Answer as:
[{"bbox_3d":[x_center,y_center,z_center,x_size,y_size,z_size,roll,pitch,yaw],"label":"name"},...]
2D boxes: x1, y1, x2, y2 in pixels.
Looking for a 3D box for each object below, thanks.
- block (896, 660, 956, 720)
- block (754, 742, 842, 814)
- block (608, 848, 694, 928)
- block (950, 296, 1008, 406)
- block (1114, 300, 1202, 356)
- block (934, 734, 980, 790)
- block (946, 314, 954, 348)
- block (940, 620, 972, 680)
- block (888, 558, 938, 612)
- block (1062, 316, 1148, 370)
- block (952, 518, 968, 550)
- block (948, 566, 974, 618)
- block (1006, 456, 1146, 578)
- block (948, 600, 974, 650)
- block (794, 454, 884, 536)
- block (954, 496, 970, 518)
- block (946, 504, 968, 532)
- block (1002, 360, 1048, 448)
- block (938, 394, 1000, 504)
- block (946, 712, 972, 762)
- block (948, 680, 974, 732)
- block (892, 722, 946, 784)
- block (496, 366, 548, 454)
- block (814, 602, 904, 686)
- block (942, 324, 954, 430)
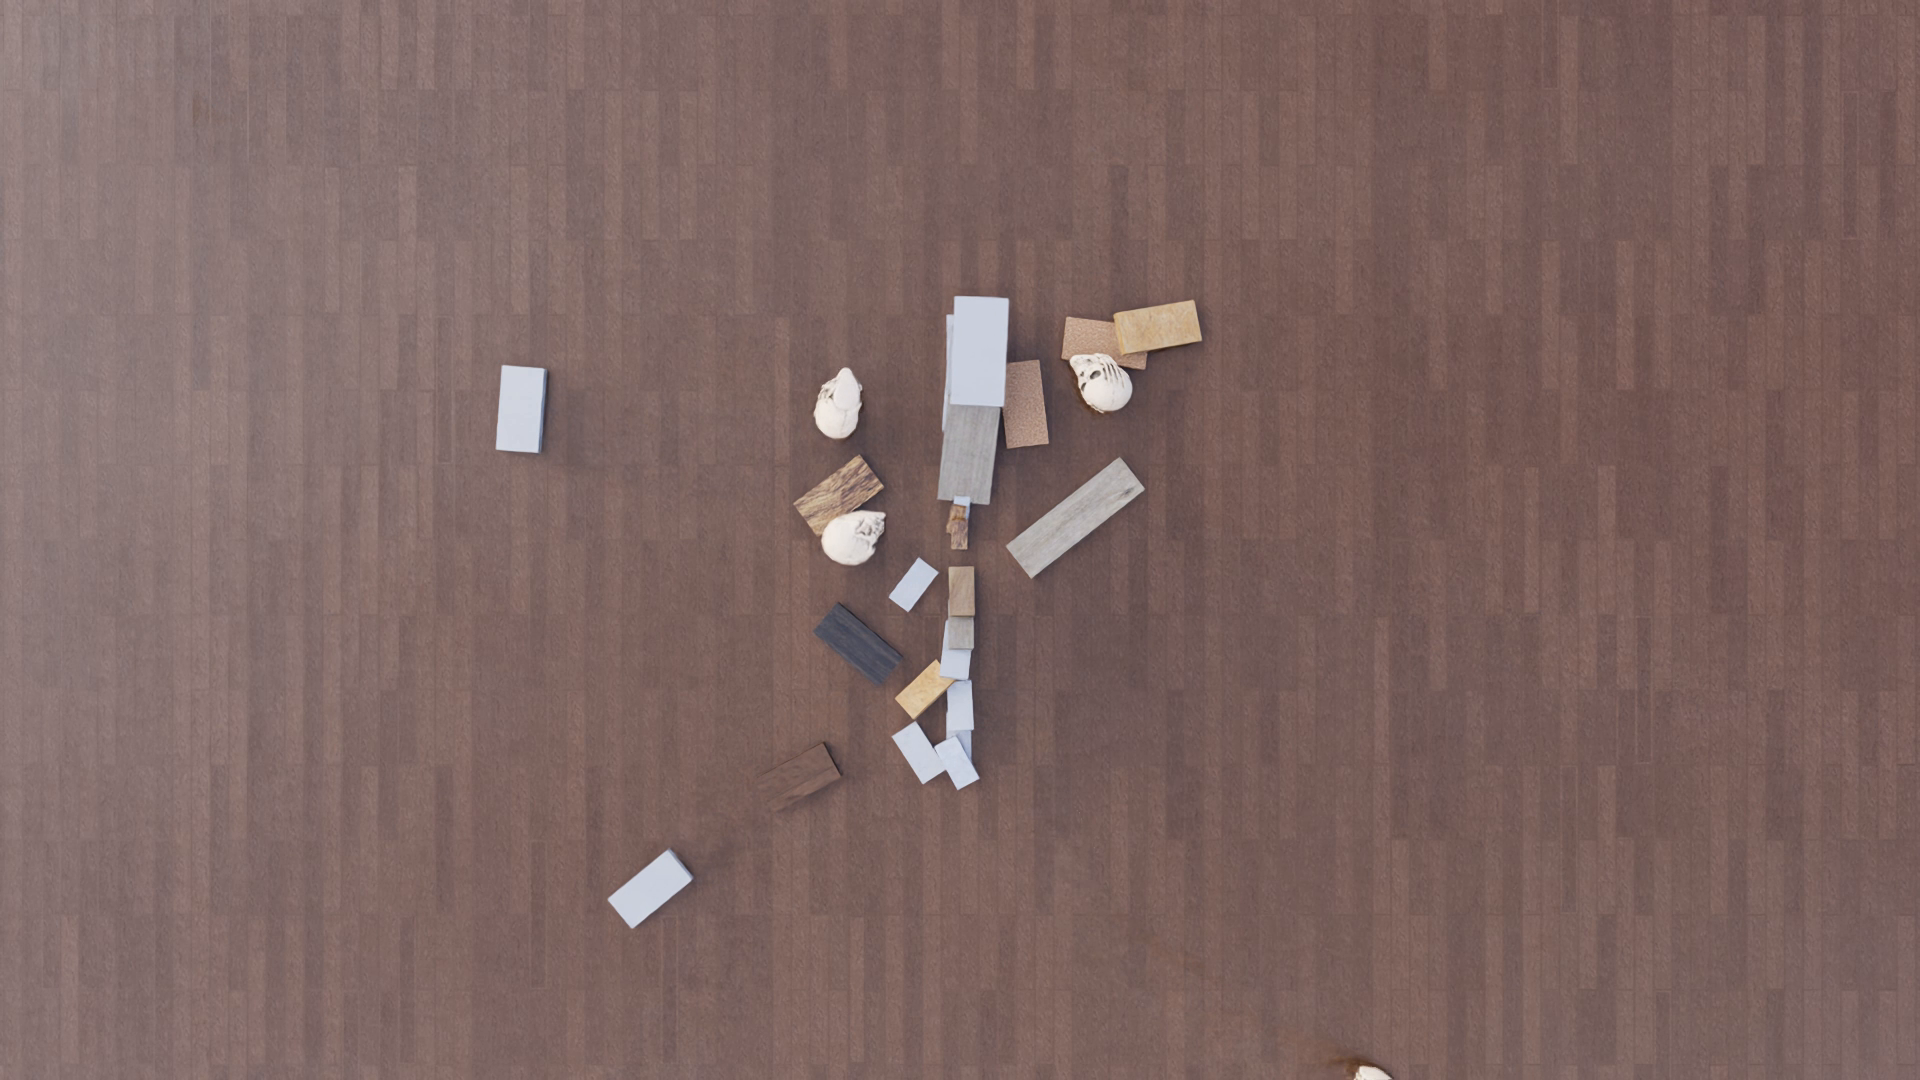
[{"bbox_3d":[-0.115,0.496,5.473,0.188,0.027,0.094,-43,73,0],"label":"block"},{"bbox_3d":[-0.538,0.789,5.482,0.257,0.036,0.129,-28,90,0],"label":"block"},{"bbox_3d":[-1.028,1.158,5.482,0.257,0.036,0.129,-39,90,0],"label":"block"},{"bbox_3d":[0.063,-0.608,5.322,0.173,0.049,0.346,2,96,0],"label":"block"},{"bbox_3d":[0.653,-0.701,5.446,0.275,0.039,0.137,-11,90,-15],"label":"block"},{"bbox_3d":[-0.011,0.736,5.465,0.081,0.023,0.163,-29,93,1],"label":"block"},{"bbox_3d":[0.001,-0.660,5.487,0.089,0.025,0.178,0,90,0],"label":"block"},{"bbox_3d":[-0.011,0.366,5.461,0.094,0.027,0.188,7,74,0],"label":"block"},{"bbox_3d":[-0.155,0.149,5.488,0.083,0.023,0.166,37,90,0],"label":"block"},{"bbox_3d":[0.484,-0.653,5.480,0.279,0.040,0.140,7,90,0],"label":"block"},{"bbox_3d":[-0.002,-0.020,5.469,0.053,0.015,0.106,1,117,0],"label":"block"},{"bbox_3d":[0.006,0.171,5.466,0.083,0.023,0.166,-1,74,0],"label":"block"},{"bbox_3d":[0.382,-0.074,5.481,0.480,0.039,0.137,-38,90,0],"label":"block"},{"bbox_3d":[0.003,0.280,5.460,0.083,0.023,0.166,0,73,-2],"label":"block"},{"bbox_3d":[-0.402,-0.148,5.481,0.275,0.039,0.137,-37,90,0],"label":"block"},{"bbox_3d":[0.004,-0.096,5.464,0.053,0.015,0.106,5,124,0],"label":"block"},{"bbox_3d":[-0.012,-0.069,5.463,0.053,0.015,0.106,10,123,-3],"label":"block"},{"bbox_3d":[0.209,-0.451,5.480,0.140,0.040,0.279,-7,90,0],"label":"block"},{"bbox_3d":[0.029,-0.298,5.431,0.173,0.049,0.346,6,105,-1],"label":"block"},{"bbox_3d":[-0.004,0.655,5.488,0.081,0.023,0.163,-1,90,0],"label":"block"},{"bbox_3d":[0.001,0.550,5.470,0.081,0.023,0.163,-3,77,0],"label":"block"},{"bbox_3d":[-0.135,0.706,5.487,0.094,0.027,0.188,-33,90,0],"label":"block"},{"bbox_3d":[-1.457,-0.434,5.480,0.139,0.040,0.279,4,90,0],"label":"block"},{"bbox_3d":[-0.339,0.347,5.482,0.283,0.036,0.129,40,90,0],"label":"block"},{"bbox_3d":[0.041,-0.526,5.418,0.173,0.049,0.346,5,109,0],"label":"block"}]
